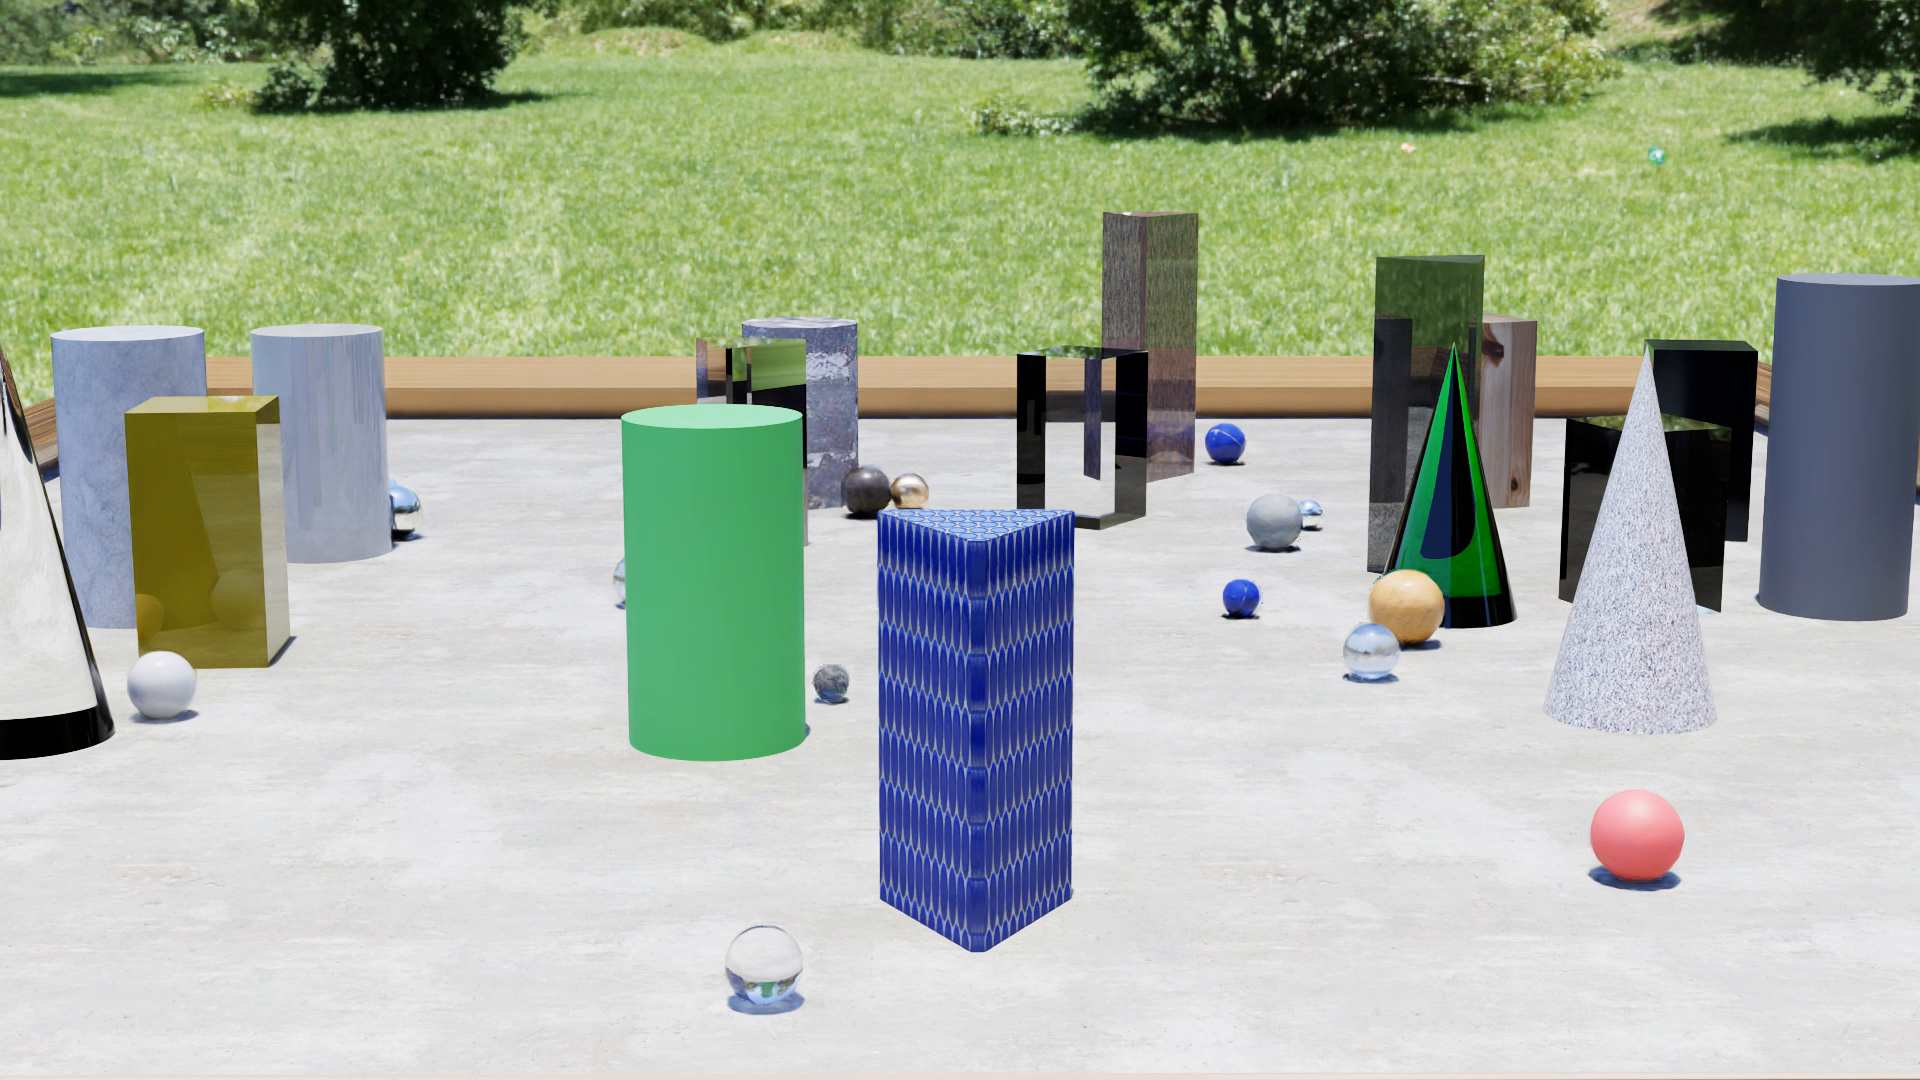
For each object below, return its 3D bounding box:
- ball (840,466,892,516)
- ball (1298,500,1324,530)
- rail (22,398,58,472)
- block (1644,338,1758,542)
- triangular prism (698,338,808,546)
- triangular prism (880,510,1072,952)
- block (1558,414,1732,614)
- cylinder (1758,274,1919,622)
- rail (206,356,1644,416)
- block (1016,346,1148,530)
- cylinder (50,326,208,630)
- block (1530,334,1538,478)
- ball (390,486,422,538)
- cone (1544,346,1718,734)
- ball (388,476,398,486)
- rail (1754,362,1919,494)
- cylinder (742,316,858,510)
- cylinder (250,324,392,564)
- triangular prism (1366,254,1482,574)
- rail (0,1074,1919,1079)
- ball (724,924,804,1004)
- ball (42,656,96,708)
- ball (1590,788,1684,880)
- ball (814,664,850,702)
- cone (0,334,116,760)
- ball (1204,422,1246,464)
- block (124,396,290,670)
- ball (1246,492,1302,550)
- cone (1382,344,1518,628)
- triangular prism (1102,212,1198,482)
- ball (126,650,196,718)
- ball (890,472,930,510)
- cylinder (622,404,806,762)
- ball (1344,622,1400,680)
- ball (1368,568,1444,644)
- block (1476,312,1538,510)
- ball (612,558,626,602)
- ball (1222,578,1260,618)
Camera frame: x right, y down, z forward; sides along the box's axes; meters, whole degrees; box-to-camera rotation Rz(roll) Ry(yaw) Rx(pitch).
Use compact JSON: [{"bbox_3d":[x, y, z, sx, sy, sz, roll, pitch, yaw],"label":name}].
[{"bbox_3d":[-0.152,-0.079,4.167,0.083,0.083,0.083,0,11,0],"label":"ball"},{"bbox_3d":[0.551,-0.041,4.057,0.048,0.048,0.048,0,11,0],"label":"ball"},{"bbox_3d":[-1.623,0.034,3.440,0.045,0.125,3.853,0,11,0],"label":"rail"},{"bbox_3d":[1.150,-0.158,4.013,0.154,0.295,0.154,2,11,9],"label":"block"},{"bbox_3d":[-0.342,-0.144,3.877,0.144,0.317,0.167,8,13,38],"label":"triangular prism"},{"bbox_3d":[0.035,0.152,2.202,0.144,0.348,0.167,-6,12,-30],"label":"triangular prism"},{"bbox_3d":[0.923,-0.034,3.466,0.154,0.251,0.154,-4,11,-19],"label":"block"},{"bbox_3d":[1.184,-0.128,3.444,0.193,0.444,0.193,0,11,0],"label":"cylinder"},{"bbox_3d":[-0.011,-0.316,5.320,3.294,0.125,0.045,0,11,0],"label":"rail"},{"bbox_3d":[0.197,-0.167,4.129,0.154,0.271,0.154,7,12,31],"label":"block"},{"bbox_3d":[-1.093,-0.087,3.403,0.193,0.377,0.193,0,11,0],"label":"cylinder"},{"bbox_3d":[0.913,-0.231,4.514,0.154,0.255,0.154,6,12,27],"label":"block"},{"bbox_3d":[-0.876,-0.044,3.979,0.083,0.083,0.083,0,11,0],"label":"ball"},{"bbox_3d":[0.760,-0.010,2.875,0.193,0.420,0.193,0,11,0],"label":"cone"},{"bbox_3d":[-0.926,-0.061,4.050,0.092,0.092,0.092,0,11,0],"label":"ball"},{"bbox_3d":[1.623,0.030,3.458,0.045,0.125,3.853,0,11,0],"label":"rail"},{"bbox_3d":[-0.267,-0.215,4.305,0.193,0.301,0.193,0,11,0],"label":"cylinder"},{"bbox_3d":[-0.956,-0.147,3.846,0.193,0.335,0.193,0,11,0],"label":"cylinder"},{"bbox_3d":[0.701,-0.177,3.679,0.167,0.455,0.144,10,15,44],"label":"triangular prism"},{"bbox_3d":[0.011,0.380,1.578,3.294,0.125,0.045,0,11,0],"label":"rail"},{"bbox_3d":[-0.153,0.333,2.010,0.062,0.062,0.062,0,11,0],"label":"ball"},{"bbox_3d":[-1.020,0.163,2.935,0.059,0.059,0.059,0,11,0],"label":"ball"},{"bbox_3d":[0.611,0.266,2.315,0.082,0.082,0.082,0,11,0],"label":"ball"},{"bbox_3d":[-0.149,0.165,2.965,0.042,0.042,0.042,0,11,0],"label":"ball"},{"bbox_3d":[-1.025,-0.013,2.766,0.193,0.465,0.193,0,11,0],"label":"cone"},{"bbox_3d":[0.488,-0.178,4.720,0.076,0.076,0.076,0,11,0],"label":"ball"},{"bbox_3d":[-0.927,-0.012,3.171,0.154,0.315,0.154,-1,11,-5],"label":"block"},{"bbox_3d":[0.476,-0.029,3.888,0.086,0.086,0.086,0,11,0],"label":"ball"},{"bbox_3d":[0.650,-0.082,3.408,0.193,0.366,0.193,0,11,0],"label":"cone"},{"bbox_3d":[0.312,-0.347,4.564,0.144,0.466,0.167,8,13,38],"label":"triangular prism"},{"bbox_3d":[-0.899,0.162,2.889,0.076,0.076,0.076,0,11,0],"label":"ball"},{"bbox_3d":[-0.083,-0.077,4.205,0.066,0.066,0.066,0,11,0],"label":"ball"},{"bbox_3d":[-0.265,0.042,2.773,0.193,0.355,0.193,0,11,0],"label":"cylinder"},{"bbox_3d":[0.493,0.133,3.072,0.067,0.067,0.067,0,11,0],"label":"ball"},{"bbox_3d":[0.565,0.085,3.250,0.096,0.096,0.096,0,11,0],"label":"ball"},{"bbox_3d":[0.850,-0.216,4.285,0.154,0.310,0.154,-3,11,-18],"label":"block"},{"bbox_3d":[-0.433,0.053,3.481,0.074,0.074,0.074,0,11,0],"label":"ball"},{"bbox_3d":[0.374,0.077,3.416,0.051,0.051,0.051,0,11,0],"label":"ball"}]
